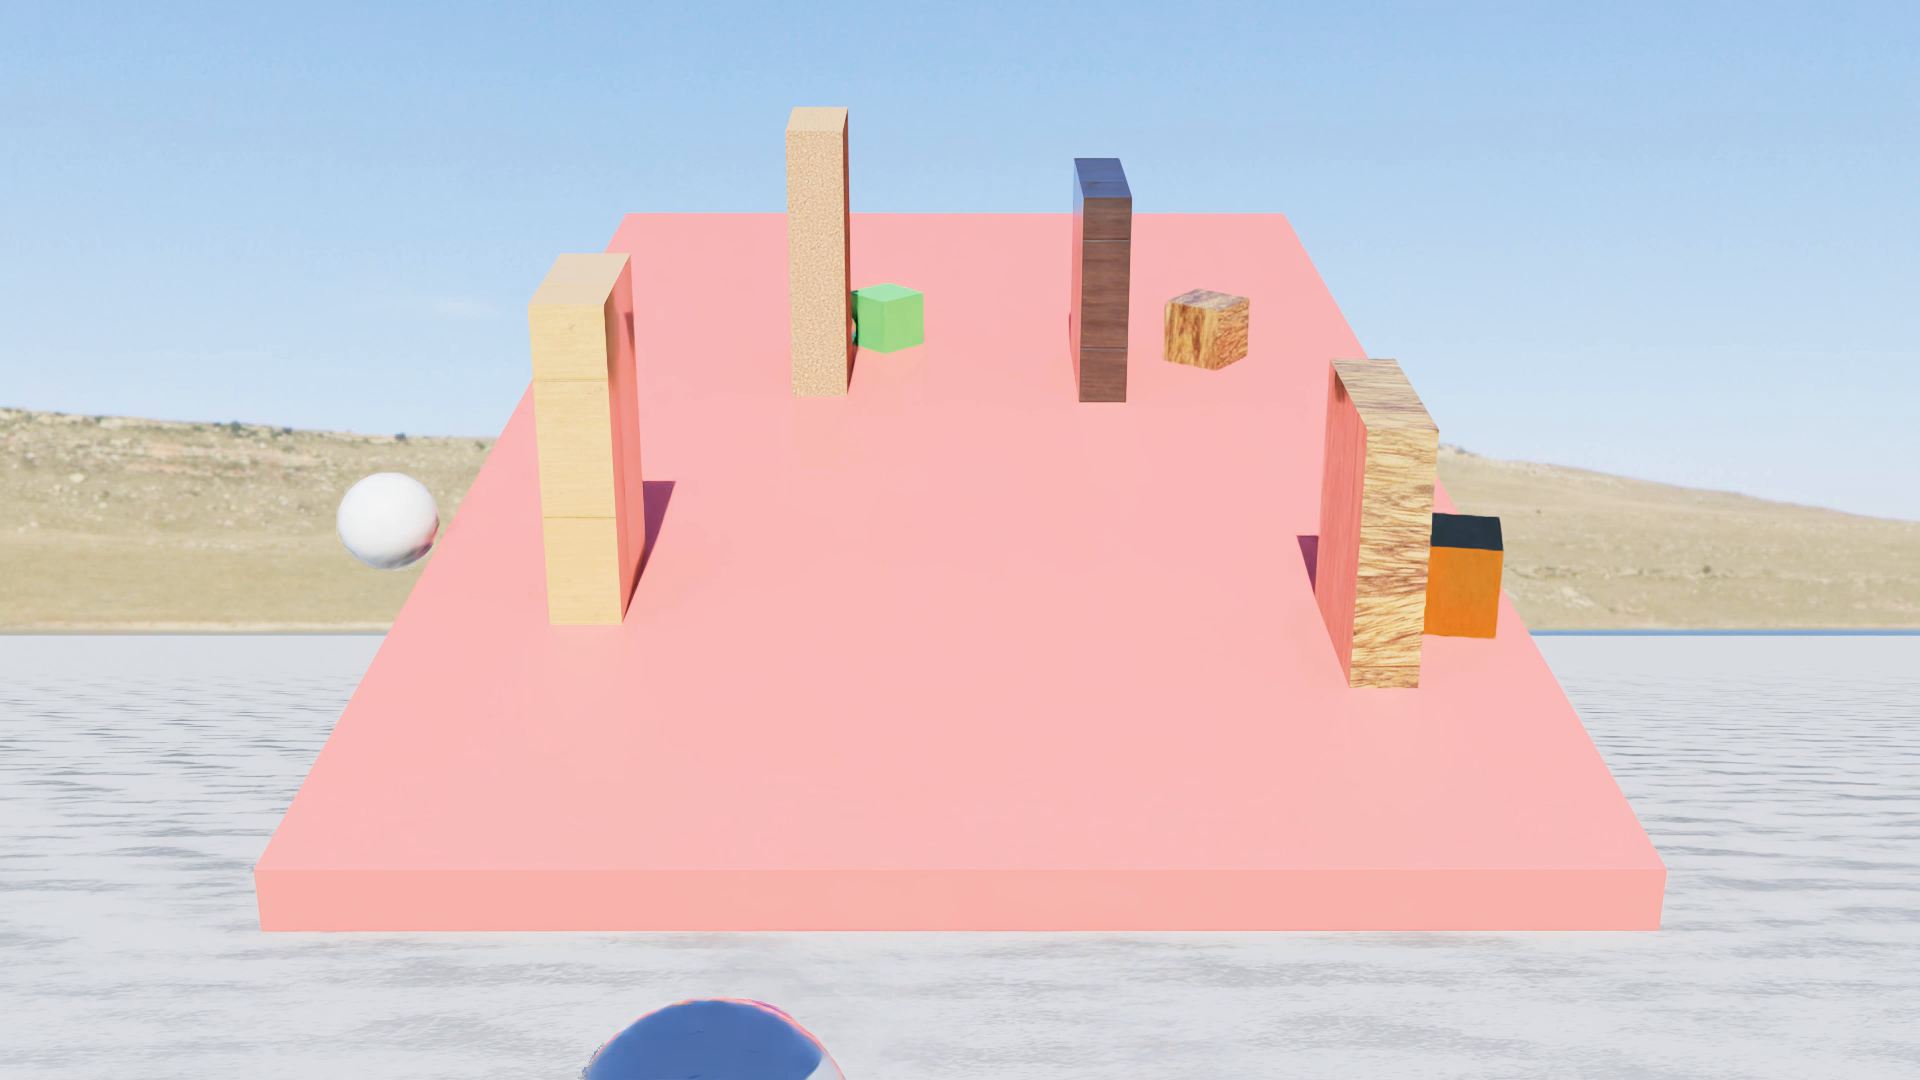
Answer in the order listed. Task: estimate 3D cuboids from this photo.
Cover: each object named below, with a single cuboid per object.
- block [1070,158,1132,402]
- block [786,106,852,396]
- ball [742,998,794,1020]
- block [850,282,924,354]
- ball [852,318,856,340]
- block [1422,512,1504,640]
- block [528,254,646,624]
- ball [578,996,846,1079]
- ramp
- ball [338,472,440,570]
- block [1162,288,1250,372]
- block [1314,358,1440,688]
[{"bbox_3d":[0.325,-0.611,5.335,0.108,0.475,0.417,0,21,0],"label":"block"},{"bbox_3d":[-0.323,-0.667,5.285,0.126,0.614,0.282,0,21,0],"label":"block"},{"bbox_3d":[-0.181,0.444,1.897,0.124,0.124,0.124,0,-2,0],"label":"ball"},{"bbox_3d":[-0.182,-0.548,5.642,0.131,0.131,0.131,-19,28,-39],"label":"block"},{"bbox_3d":[-0.315,-0.512,5.563,0.122,0.122,0.122,0,-2,0],"label":"ball"},{"bbox_3d":[0.866,0.061,4.048,0.167,0.167,0.167,4,22,9],"label":"block"},{"bbox_3d":[-0.661,-0.185,4.095,0.127,0.584,0.345,0,21,0],"label":"block"},{"bbox_3d":[-0.160,0.392,1.472,0.194,0.194,0.194,0,-2,0],"label":"ball"},{"bbox_3d":[-0.006,-0.218,5.118,2.000,0.100,4.000,0,21,0],"label":"ramp"},{"bbox_3d":[-1.097,-0.036,4.393,0.190,0.190,0.190,0,-2,0],"label":"ball"},{"bbox_3d":[0.594,-0.509,5.523,0.148,0.148,0.148,15,26,33],"label":"block"},{"bbox_3d":[0.704,-0.035,3.900,0.114,0.453,0.389,0,21,0],"label":"block"}]
